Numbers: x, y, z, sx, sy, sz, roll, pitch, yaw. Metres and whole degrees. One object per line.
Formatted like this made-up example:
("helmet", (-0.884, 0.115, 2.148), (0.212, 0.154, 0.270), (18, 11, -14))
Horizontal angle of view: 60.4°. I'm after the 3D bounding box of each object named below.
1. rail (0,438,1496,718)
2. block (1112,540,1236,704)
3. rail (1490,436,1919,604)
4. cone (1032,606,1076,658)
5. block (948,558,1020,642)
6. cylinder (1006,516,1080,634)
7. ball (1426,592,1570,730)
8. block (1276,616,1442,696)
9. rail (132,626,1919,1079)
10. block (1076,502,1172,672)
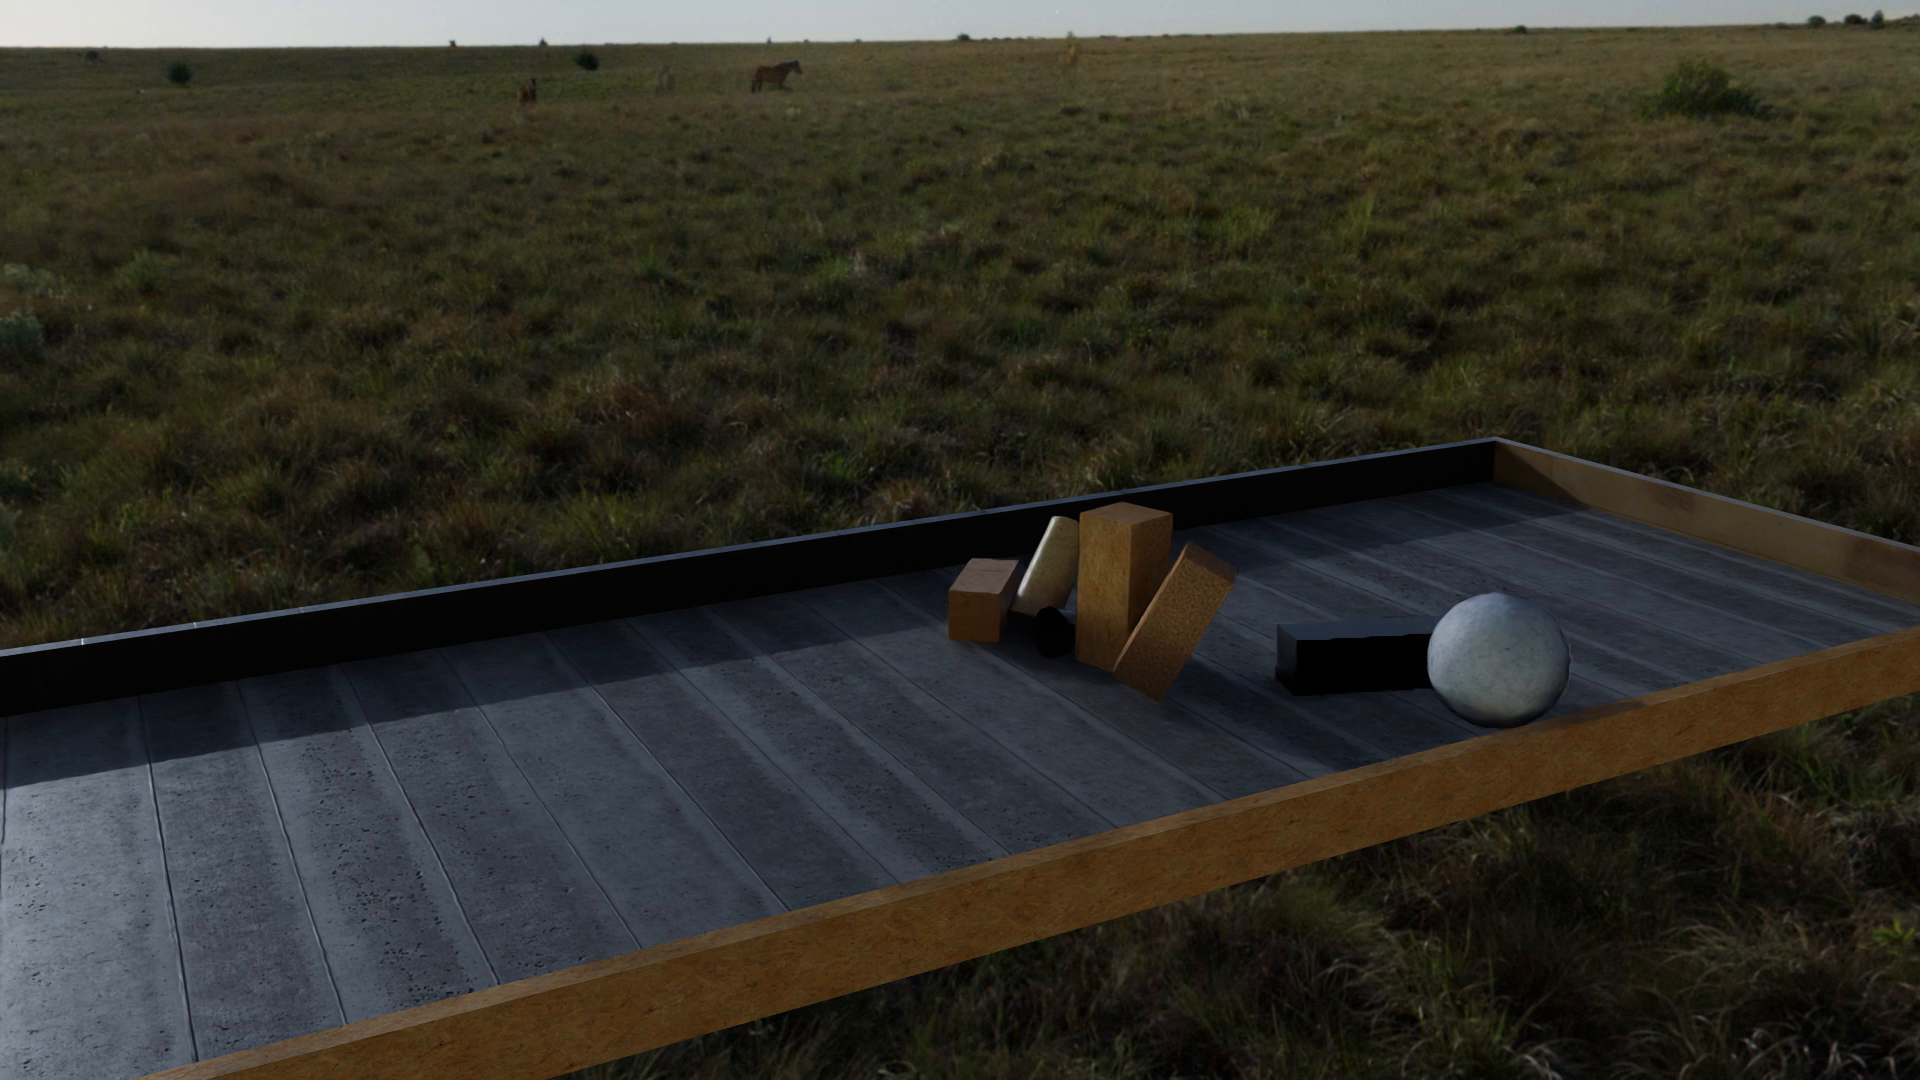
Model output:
("rail", (-3.305, 0.497, 3.399), (12.000, 0.150, 0.050), (-9, 18, -27))
("block", (0.521, 0.199, 4.009), (0.136, 0.354, 0.136), (30, 20, 3))
("rail", (2.466, -0.048, 5.253), (0.050, 0.150, 2.100), (-9, 18, -27))
("cone", (0.390, 0.239, 4.421), (0.402, 0.136, 0.136), (-1, 13, -40))
("block", (0.069, 0.163, 4.555), (0.138, 0.138, 0.302), (3, 17, 11))
("cylinder", (0.247, 0.098, 4.473), (0.134, 0.303, 0.134), (23, -21, 9))
("ball", (1.196, 0.269, 3.671), (0.304, 0.304, 0.304), (0, 16, 0))
("block", (1.021, 0.288, 4.115), (0.431, 0.141, 0.141), (-2, 14, -8))
("rail", (-2.336, 1.006, 1.665), (12.000, 0.150, 0.050), (-9, 18, -27))
("block", (0.420, 0.122, 4.231), (0.167, 0.396, 0.167), (16, 22, 42))
